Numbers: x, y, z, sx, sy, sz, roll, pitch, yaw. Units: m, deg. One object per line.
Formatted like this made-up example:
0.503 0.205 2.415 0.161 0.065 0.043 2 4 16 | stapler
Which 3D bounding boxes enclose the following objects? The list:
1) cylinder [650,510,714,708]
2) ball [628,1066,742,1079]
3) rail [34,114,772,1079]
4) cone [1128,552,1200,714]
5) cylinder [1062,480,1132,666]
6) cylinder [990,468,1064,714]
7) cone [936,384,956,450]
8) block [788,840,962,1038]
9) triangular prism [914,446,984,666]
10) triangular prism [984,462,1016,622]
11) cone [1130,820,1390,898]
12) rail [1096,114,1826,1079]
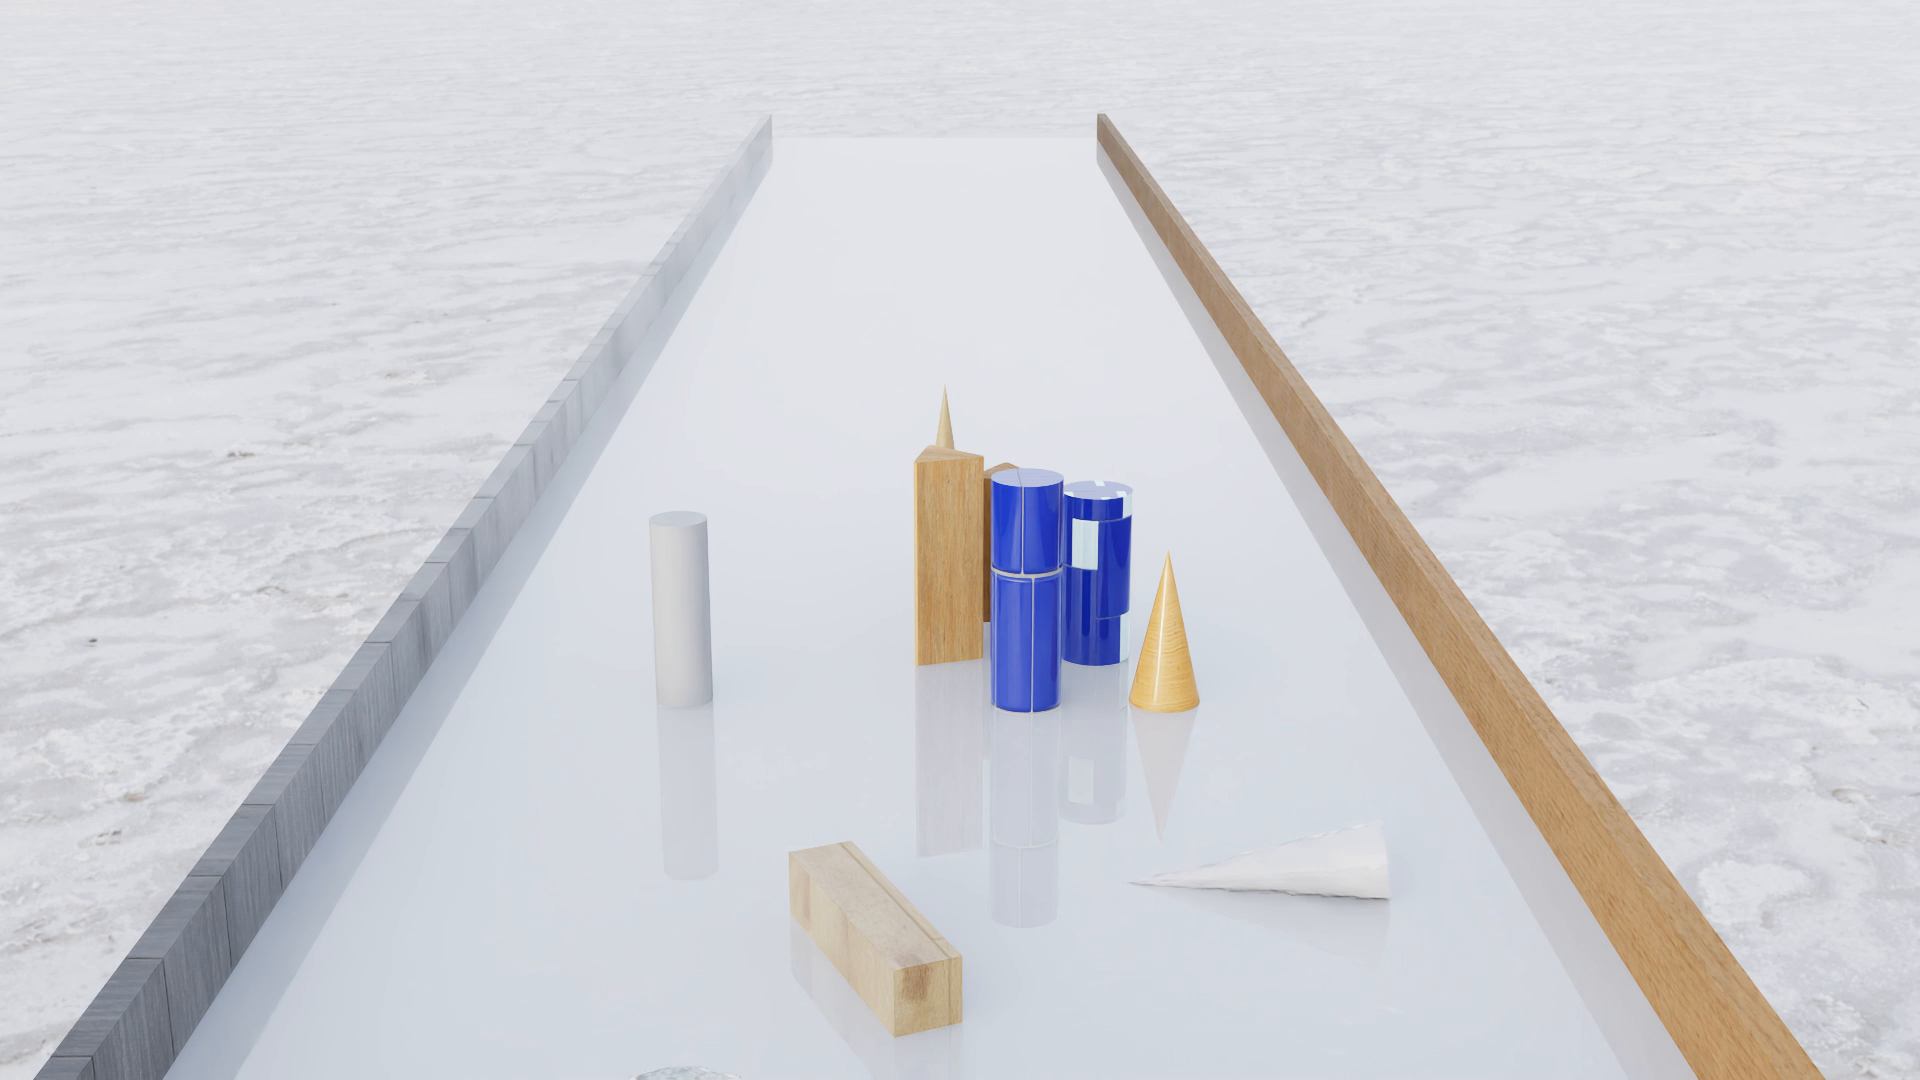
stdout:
-0.527 0.131 4.158 0.108 0.357 0.108 0 17 0 | cylinder
-0.294 0.709 2.319 0.299 0.299 0.299 0 17 0 | ball
-1.118 -0.838 7.780 0.050 0.150 12.000 0 17 -1 | rail
0.390 0.161 4.154 0.136 0.302 0.136 0 17 0 | cone
0.271 0.066 4.402 0.143 0.344 0.143 0 17 0 | cylinder
0.125 0.096 4.129 0.136 0.442 0.136 0 17 0 | cylinder
-0.033 -0.131 4.882 0.133 0.447 0.133 0 17 0 | cone
-0.127 0.564 3.153 0.101 0.101 0.412 -7 18 -23 | block
-0.041 0.027 4.403 0.142 0.418 0.123 -6 17 -18 | triangular prism
0.097 0.003 4.665 0.151 0.314 0.131 0 17 1 | triangular prism
0.455 0.512 3.401 0.403 0.121 0.121 -7 16 8 | cone
0.932 -0.844 7.801 0.050 0.150 12.000 0 17 -1 | rail
